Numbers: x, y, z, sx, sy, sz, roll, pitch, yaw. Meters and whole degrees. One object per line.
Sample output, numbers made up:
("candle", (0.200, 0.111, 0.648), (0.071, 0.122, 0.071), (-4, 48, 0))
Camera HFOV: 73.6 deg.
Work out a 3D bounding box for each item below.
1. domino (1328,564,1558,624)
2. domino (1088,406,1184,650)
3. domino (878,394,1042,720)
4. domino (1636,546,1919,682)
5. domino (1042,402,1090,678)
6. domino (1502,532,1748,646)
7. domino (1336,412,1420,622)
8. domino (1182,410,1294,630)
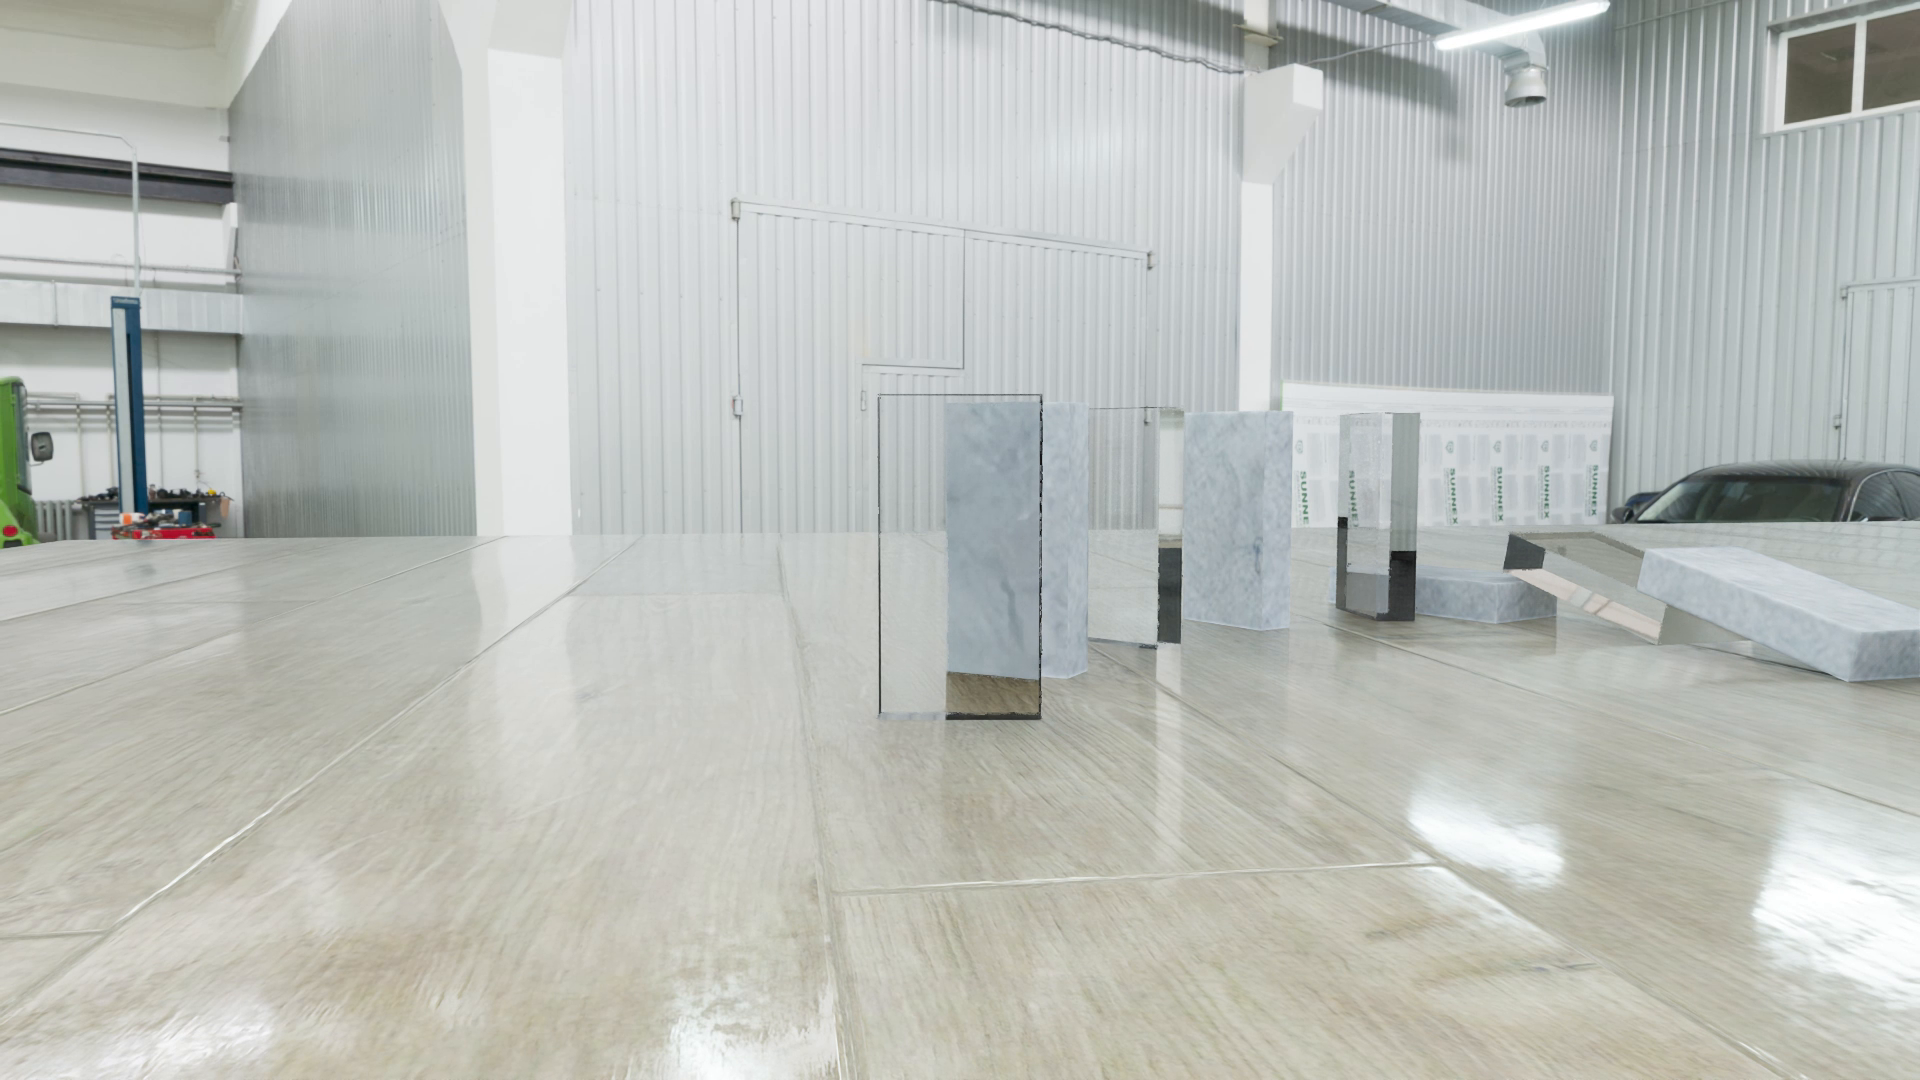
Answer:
("domino", (0.124, 0.013, 0.331), (0.025, 0.010, 0.050), (-3, 5, -34))
("domino", (0.034, -0.003, 0.275), (0.025, 0.050, 0.009), (4, 6, 40))
("domino", (0.000, 0.002, 0.201), (0.025, 0.050, 0.010), (0, 4, 0))
("domino", (0.164, 0.013, 0.255), (0.025, 0.009, 0.050), (-1, 17, -16))
("domino", (0.011, -0.001, 0.241), (0.025, 0.050, 0.009), (2, 5, 28))
("domino", (0.153, 0.010, 0.296), (0.025, 0.010, 0.050), (-1, 18, -16))
("domino", (0.103, -0.006, 0.319), (0.009, 0.050, 0.025), (0, 4, -6))
("domino", (0.065, -0.005, 0.303), (0.010, 0.050, 0.025), (-3, 5, -35))
